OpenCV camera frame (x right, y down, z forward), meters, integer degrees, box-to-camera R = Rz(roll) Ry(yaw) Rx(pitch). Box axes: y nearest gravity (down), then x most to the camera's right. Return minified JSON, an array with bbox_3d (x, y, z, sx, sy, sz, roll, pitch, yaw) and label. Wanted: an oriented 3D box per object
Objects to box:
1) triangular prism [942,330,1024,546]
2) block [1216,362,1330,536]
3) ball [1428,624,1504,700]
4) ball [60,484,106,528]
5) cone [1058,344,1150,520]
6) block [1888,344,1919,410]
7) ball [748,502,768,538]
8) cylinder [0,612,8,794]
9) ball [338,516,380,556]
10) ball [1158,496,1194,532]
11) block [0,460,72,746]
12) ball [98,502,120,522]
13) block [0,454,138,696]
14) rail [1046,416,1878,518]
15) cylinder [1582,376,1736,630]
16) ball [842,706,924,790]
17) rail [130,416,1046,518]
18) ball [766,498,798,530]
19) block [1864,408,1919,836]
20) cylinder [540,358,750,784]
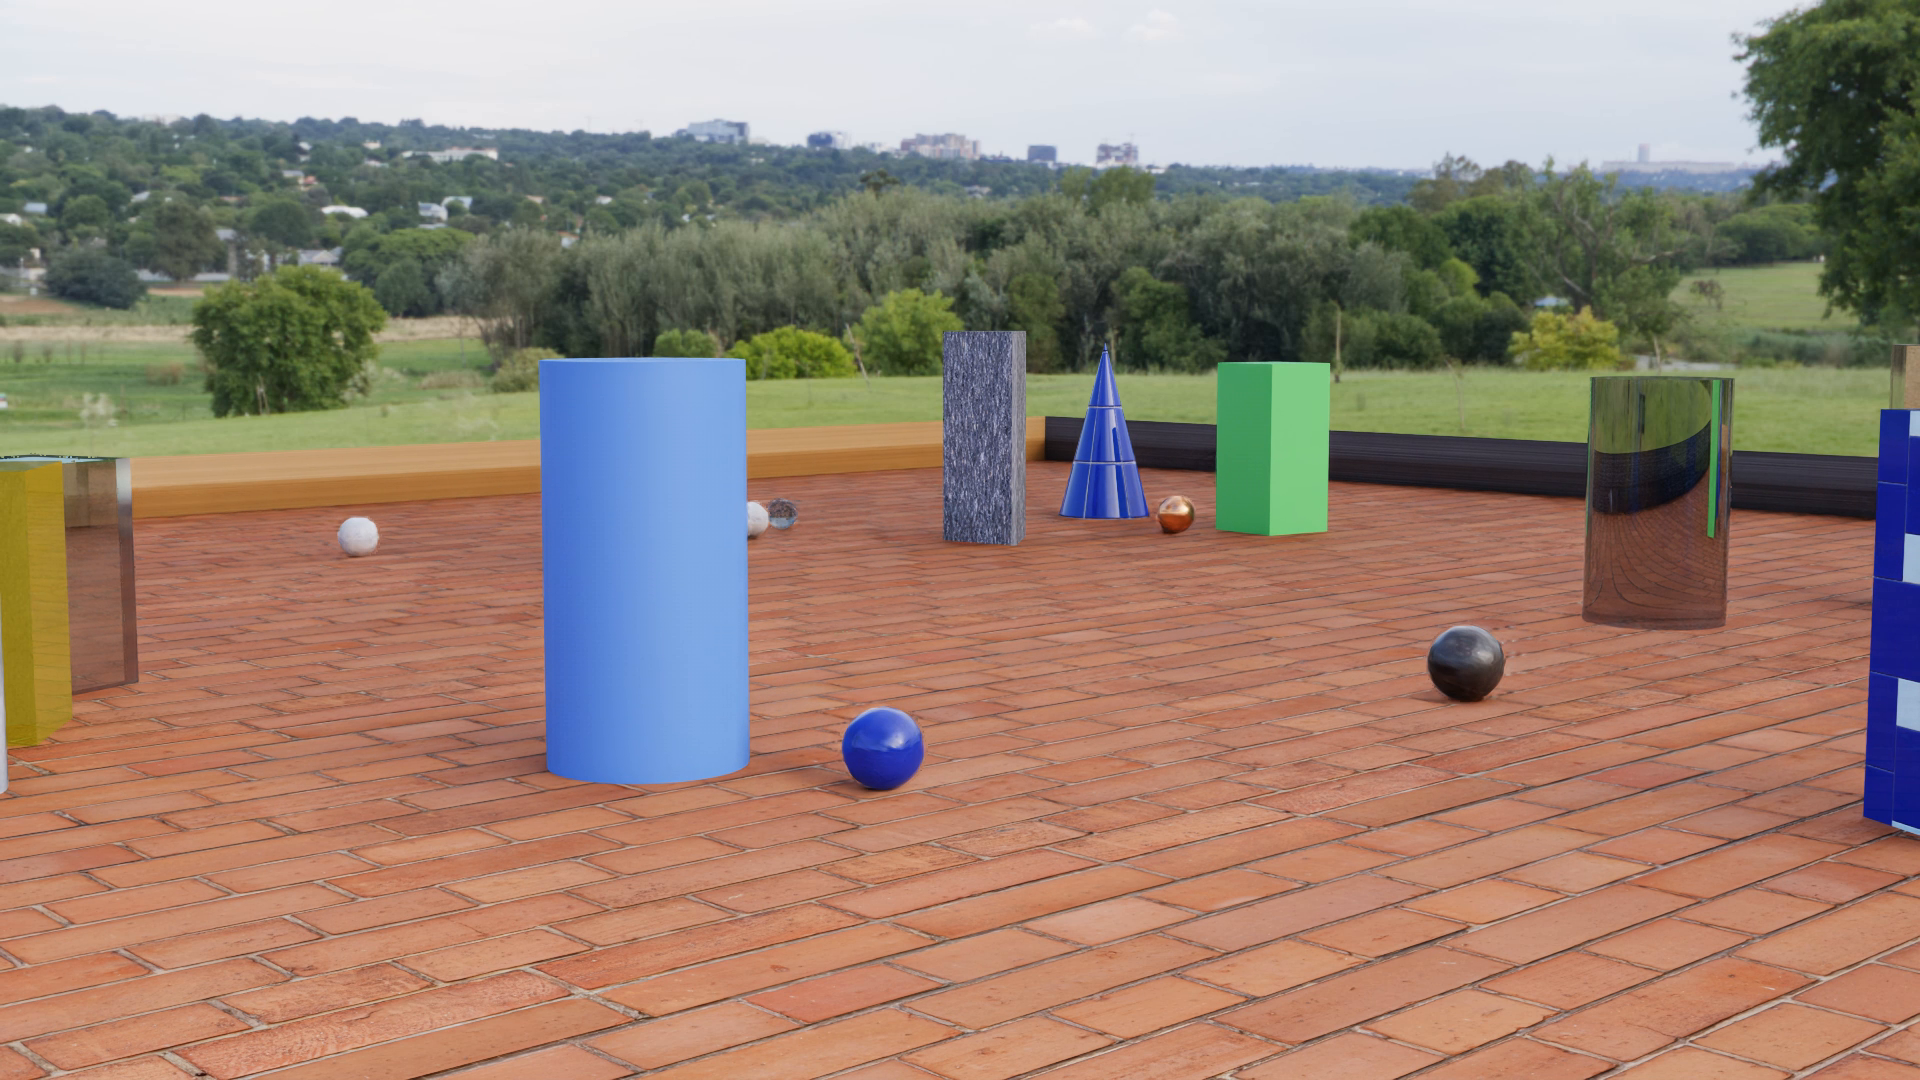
[{"bbox_3d":[0.081,-0.203,4.277,0.172,0.405,0.149,5,7,37],"label":"triangular prism"},{"bbox_3d":[0.634,-0.189,4.459,0.159,0.340,0.159,-4,7,-35],"label":"block"},{"bbox_3d":[0.580,0.141,2.519,0.087,0.087,0.087,0,6,0],"label":"ball"},{"bbox_3d":[-1.810,-0.070,4.535,0.088,0.088,0.088,0,6,0],"label":"ball"},{"bbox_3d":[0.315,-0.242,4.787,0.199,0.377,0.199,0,6,0],"label":"cone"},{"bbox_3d":[1.482,-0.094,3.291,0.159,0.394,0.159,2,6,15],"label":"block"},{"bbox_3d":[-0.412,-0.039,4.322,0.071,0.071,0.071,0,6,0],"label":"ball"},{"bbox_3d":[-0.986,0.009,2.007,0.199,0.454,0.199,0,6,0],"label":"cylinder"},{"bbox_3d":[-1.093,-0.006,3.996,0.072,0.072,0.072,0,6,0],"label":"ball"},{"bbox_3d":[0.434,-0.051,4.421,0.074,0.074,0.074,0,6,0],"label":"ball"},{"bbox_3d":[-1.039,0.064,2.309,0.159,0.283,0.159,-1,6,-9],"label":"block"},{"bbox_3d":[-1.798,-0.060,4.648,0.044,0.044,0.044,0,6,0],"label":"ball"},{"bbox_3d":[-1.093,0.041,2.592,0.159,0.270,0.159,3,7,25],"label":"block"},{"bbox_3d":[1.754,-0.134,4.942,0.045,0.129,4.472,-5,8,-42],"label":"rail"},{"bbox_3d":[1.000,-0.057,3.152,0.199,0.349,0.199,0,6,0],"label":"cylinder"},{"bbox_3d":[-0.071,0.194,2.053,0.077,0.077,0.077,0,6,0],"label":"ball"},{"bbox_3d":[-1.500,-0.135,4.949,4.821,0.129,0.045,-5,8,-42],"label":"rail"},{"bbox_3d":[-0.364,-0.053,4.495,0.062,0.062,0.062,0,6,0],"label":"ball"},{"bbox_3d":[0.896,0.071,1.869,0.159,0.360,0.159,-2,6,-15],"label":"block"},{"bbox_3d":[-0.308,0.023,2.153,0.199,0.397,0.199,0,6,0],"label":"cylinder"}]
